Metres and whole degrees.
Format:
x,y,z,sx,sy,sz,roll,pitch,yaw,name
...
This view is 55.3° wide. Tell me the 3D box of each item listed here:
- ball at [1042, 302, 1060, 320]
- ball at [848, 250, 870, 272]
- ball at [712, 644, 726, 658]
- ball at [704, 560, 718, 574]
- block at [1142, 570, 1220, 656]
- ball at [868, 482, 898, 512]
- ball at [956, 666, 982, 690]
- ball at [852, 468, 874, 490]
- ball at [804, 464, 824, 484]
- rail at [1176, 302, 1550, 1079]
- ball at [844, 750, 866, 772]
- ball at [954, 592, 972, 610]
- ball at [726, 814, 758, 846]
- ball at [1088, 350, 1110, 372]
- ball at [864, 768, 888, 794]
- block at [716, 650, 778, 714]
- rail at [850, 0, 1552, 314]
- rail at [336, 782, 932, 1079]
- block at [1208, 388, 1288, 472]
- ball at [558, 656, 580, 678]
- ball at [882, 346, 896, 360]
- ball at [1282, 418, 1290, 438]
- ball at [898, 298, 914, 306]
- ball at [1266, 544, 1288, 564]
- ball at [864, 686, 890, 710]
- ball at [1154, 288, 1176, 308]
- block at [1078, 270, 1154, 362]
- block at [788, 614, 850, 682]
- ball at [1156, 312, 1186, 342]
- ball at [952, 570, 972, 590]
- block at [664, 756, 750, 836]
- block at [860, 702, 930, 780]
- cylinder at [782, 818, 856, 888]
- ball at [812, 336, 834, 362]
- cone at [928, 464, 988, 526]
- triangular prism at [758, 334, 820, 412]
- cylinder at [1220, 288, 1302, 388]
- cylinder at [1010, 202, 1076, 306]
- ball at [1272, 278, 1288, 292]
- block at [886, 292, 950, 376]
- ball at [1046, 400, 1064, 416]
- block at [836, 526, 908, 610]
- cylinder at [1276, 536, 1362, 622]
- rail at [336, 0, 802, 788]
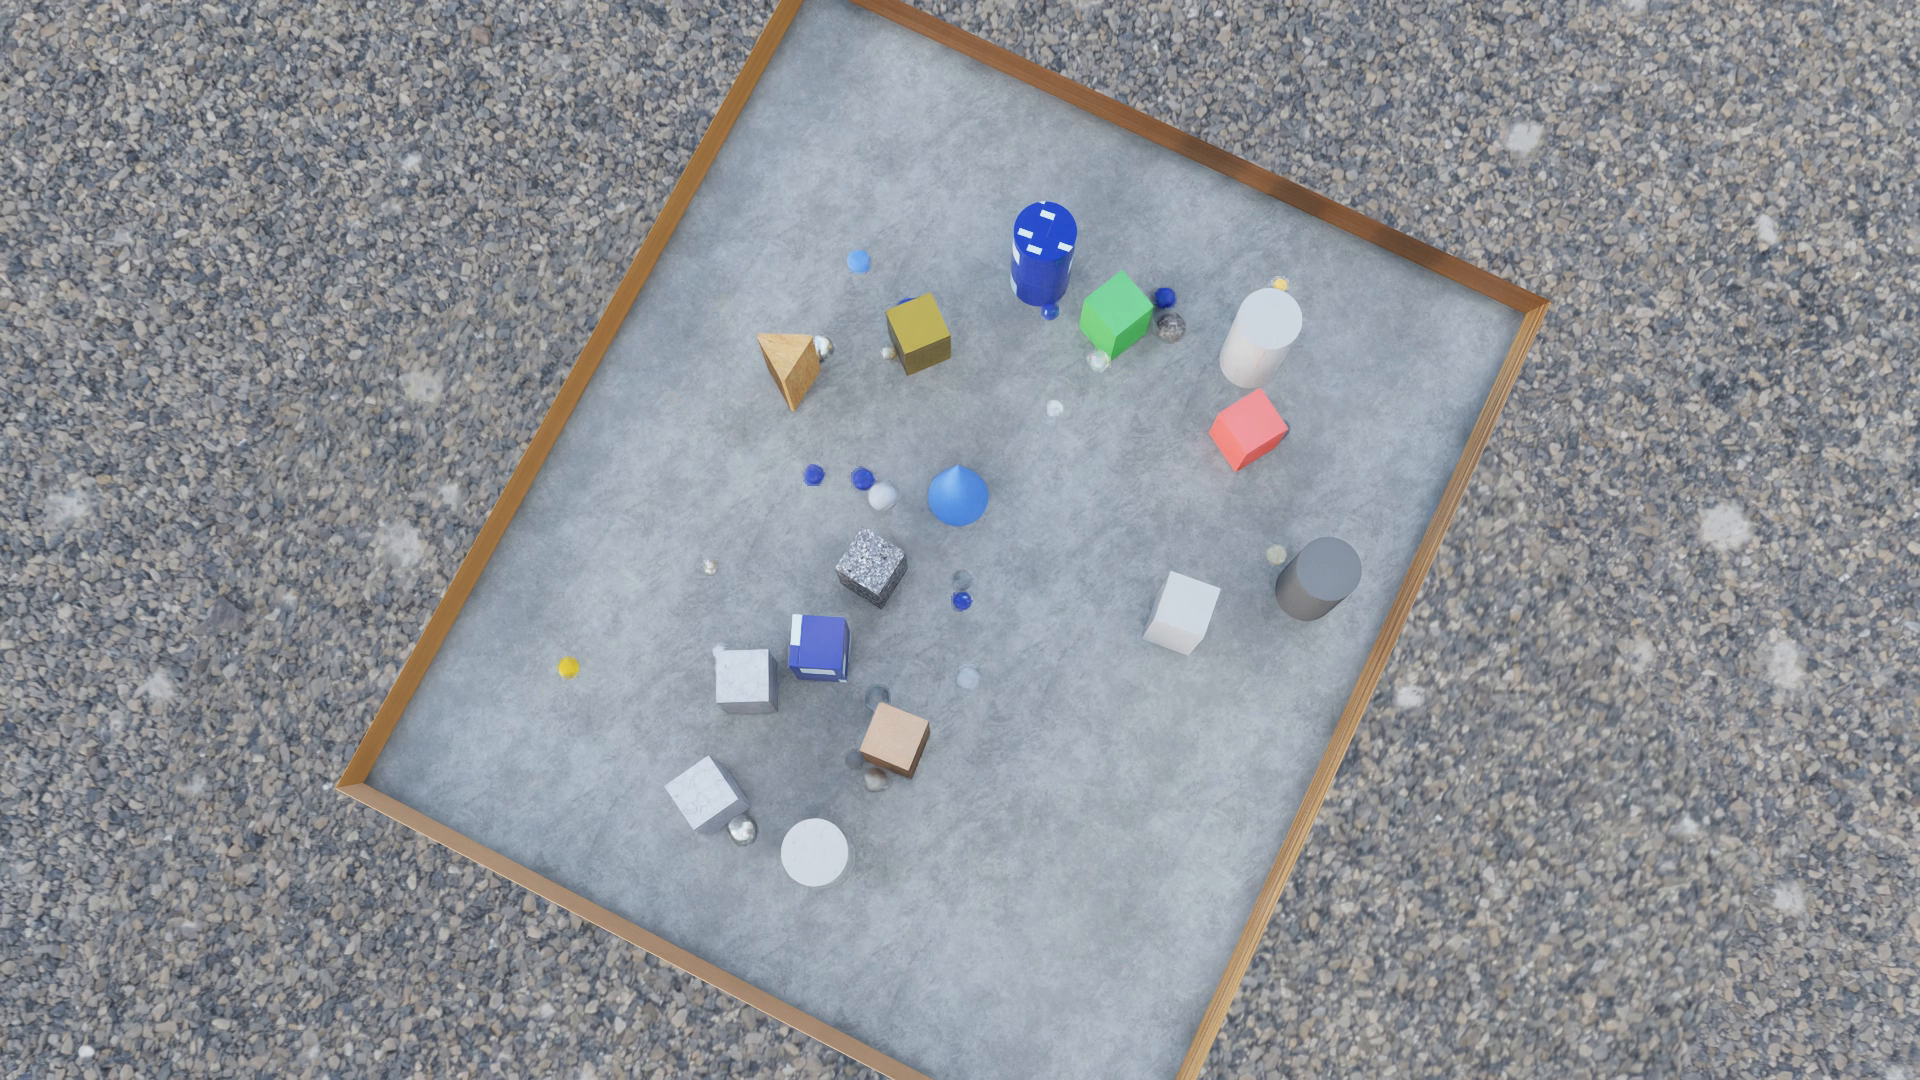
x,y,z,sx,sy,sz,roll,pitch,yaw,name
0.285,-0.716,5.736,0.055,0.055,0.055,0,78,0,ball
-0.318,-0.877,5.761,0.073,0.073,0.073,0,78,0,ball
-0.724,0.338,5.524,0.045,0.045,0.045,0,78,0,ball
-0.758,0.082,5.578,0.043,0.043,0.043,0,78,0,ball
0.646,0.219,5.383,0.149,0.368,0.149,20,79,4,block
-0.236,-0.133,5.598,0.090,0.090,0.090,0,78,0,ball
0.027,0.416,5.494,0.072,0.072,0.072,0,78,0,ball
-0.297,-0.185,5.620,0.067,0.067,0.067,0,78,0,ball
-0.448,-0.201,5.626,0.063,0.063,0.063,0,78,0,ball
1.139,0.564,5.437,0.045,0.121,2.965,26,80,5,rail
-0.312,0.657,5.450,0.060,0.060,0.060,0,78,0,ball
0.008,0.185,5.549,0.057,0.057,0.057,0,78,0,ball
-0.640,0.853,5.392,0.093,0.093,0.093,0,78,0,ball
0.429,-0.556,5.681,0.069,0.069,0.069,0,78,0,ball
-0.250,0.714,5.432,0.072,0.072,0.072,0,78,0,ball
-0.623,0.418,5.385,0.149,0.285,0.149,-2,78,0,block
0.652,-1.271,5.816,2.594,0.121,0.045,26,80,5,rail
-0.652,1.284,5.288,2.594,0.121,0.045,26,80,5,rail
0.874,-0.332,5.569,0.149,0.227,0.149,-31,80,-6,block
-1.176,0.381,5.505,0.064,0.064,0.064,0,78,0,ball
-0.220,-0.582,5.713,0.046,0.046,0.046,0,78,0,ball
0.985,-0.343,5.653,0.067,0.067,0.067,0,78,0,ball
-0.159,-0.720,5.727,0.074,0.074,0.074,0,78,0,ball
0.964,0.043,5.576,0.062,0.062,0.062,0,78,0,ball
-0.249,0.473,5.481,0.074,0.074,0.074,0,78,0,ball
0.641,-0.758,5.739,0.067,0.067,0.067,0,78,0,ball
0.477,-0.684,5.623,0.149,0.264,0.149,-39,81,-7,block
-0.410,0.322,5.396,0.149,0.302,0.149,4,78,1,block
0.657,-0.664,5.707,0.091,0.091,0.091,0,78,0,ball
0.007,0.121,5.560,0.061,0.061,0.061,0,78,0,ball
-0.724,0.740,5.290,0.149,0.339,0.149,-35,80,-7,block
-0.185,0.585,5.319,0.149,0.346,0.149,22,79,4,block
-0.403,0.901,5.253,0.187,0.346,0.187,0,78,0,cylinder
-0.430,-0.595,5.698,0.081,0.081,0.081,0,78,0,ball
-0.005,-0.175,5.444,0.187,0.407,0.187,0,78,0,cone
-0.538,-0.536,5.558,0.140,0.332,0.162,31,80,6,triangular prism
0.904,-0.604,5.536,0.187,0.401,0.187,0,78,0,cylinder
0.251,-0.867,5.588,0.187,0.407,0.187,0,78,0,cylinder
1.006,-0.799,5.758,0.047,0.047,0.047,0,78,0,ball
-0.127,-0.631,5.631,0.149,0.228,0.149,-23,79,-5,block
0.293,-0.408,5.673,0.054,0.054,0.054,0,78,0,ball
-0.262,0.085,5.472,0.149,0.248,0.149,32,80,6,block
1.054,0.119,5.407,0.187,0.361,0.187,0,78,0,cylinder
-1.139,-0.551,5.667,0.045,0.121,2.965,26,80,5,rail
